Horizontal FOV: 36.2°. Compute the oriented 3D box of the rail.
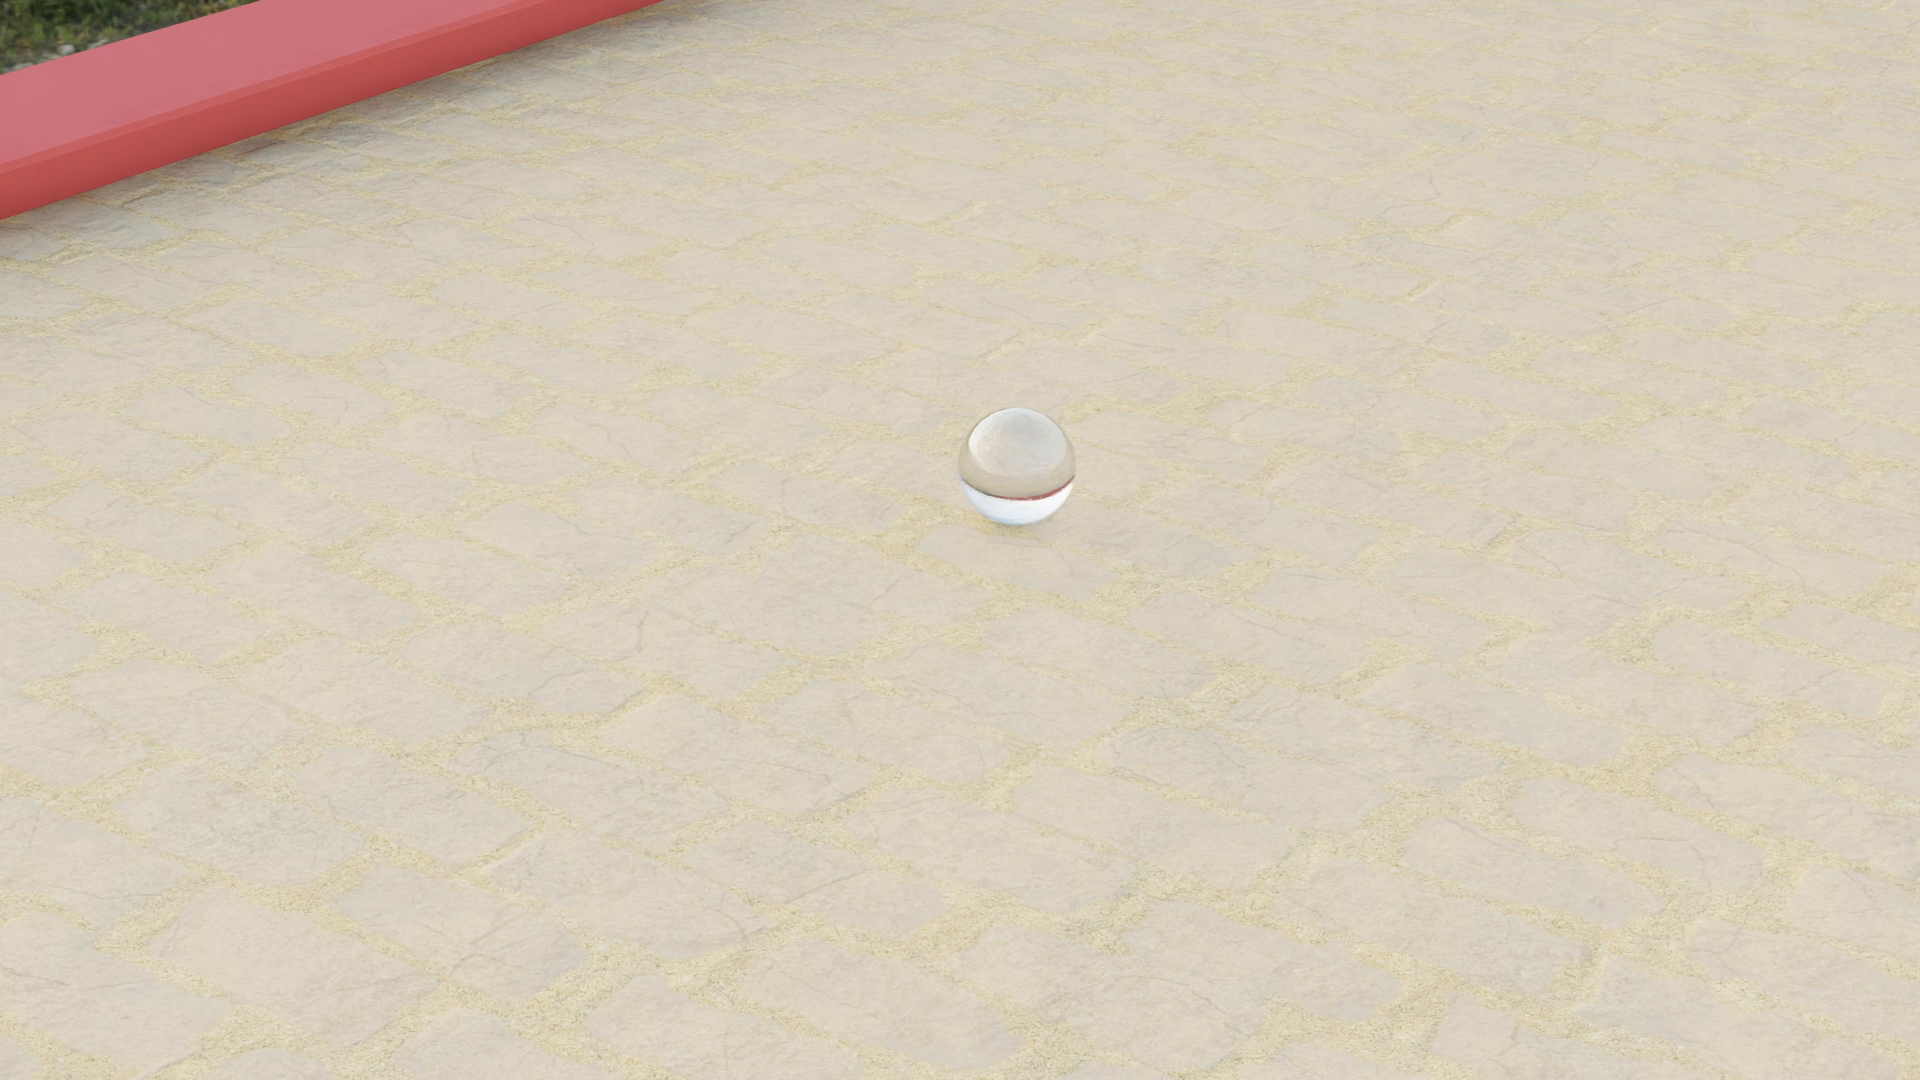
[{"bbox_3d":[-0.239,-0.623,3.012,0.045,0.115,3.933,18,31,32],"label":"rail"}]

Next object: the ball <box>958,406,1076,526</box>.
[{"bbox_3d":[0.036,-0.047,1.867,0.076,0.076,0.076,0,26,0],"label":"ball"}]
